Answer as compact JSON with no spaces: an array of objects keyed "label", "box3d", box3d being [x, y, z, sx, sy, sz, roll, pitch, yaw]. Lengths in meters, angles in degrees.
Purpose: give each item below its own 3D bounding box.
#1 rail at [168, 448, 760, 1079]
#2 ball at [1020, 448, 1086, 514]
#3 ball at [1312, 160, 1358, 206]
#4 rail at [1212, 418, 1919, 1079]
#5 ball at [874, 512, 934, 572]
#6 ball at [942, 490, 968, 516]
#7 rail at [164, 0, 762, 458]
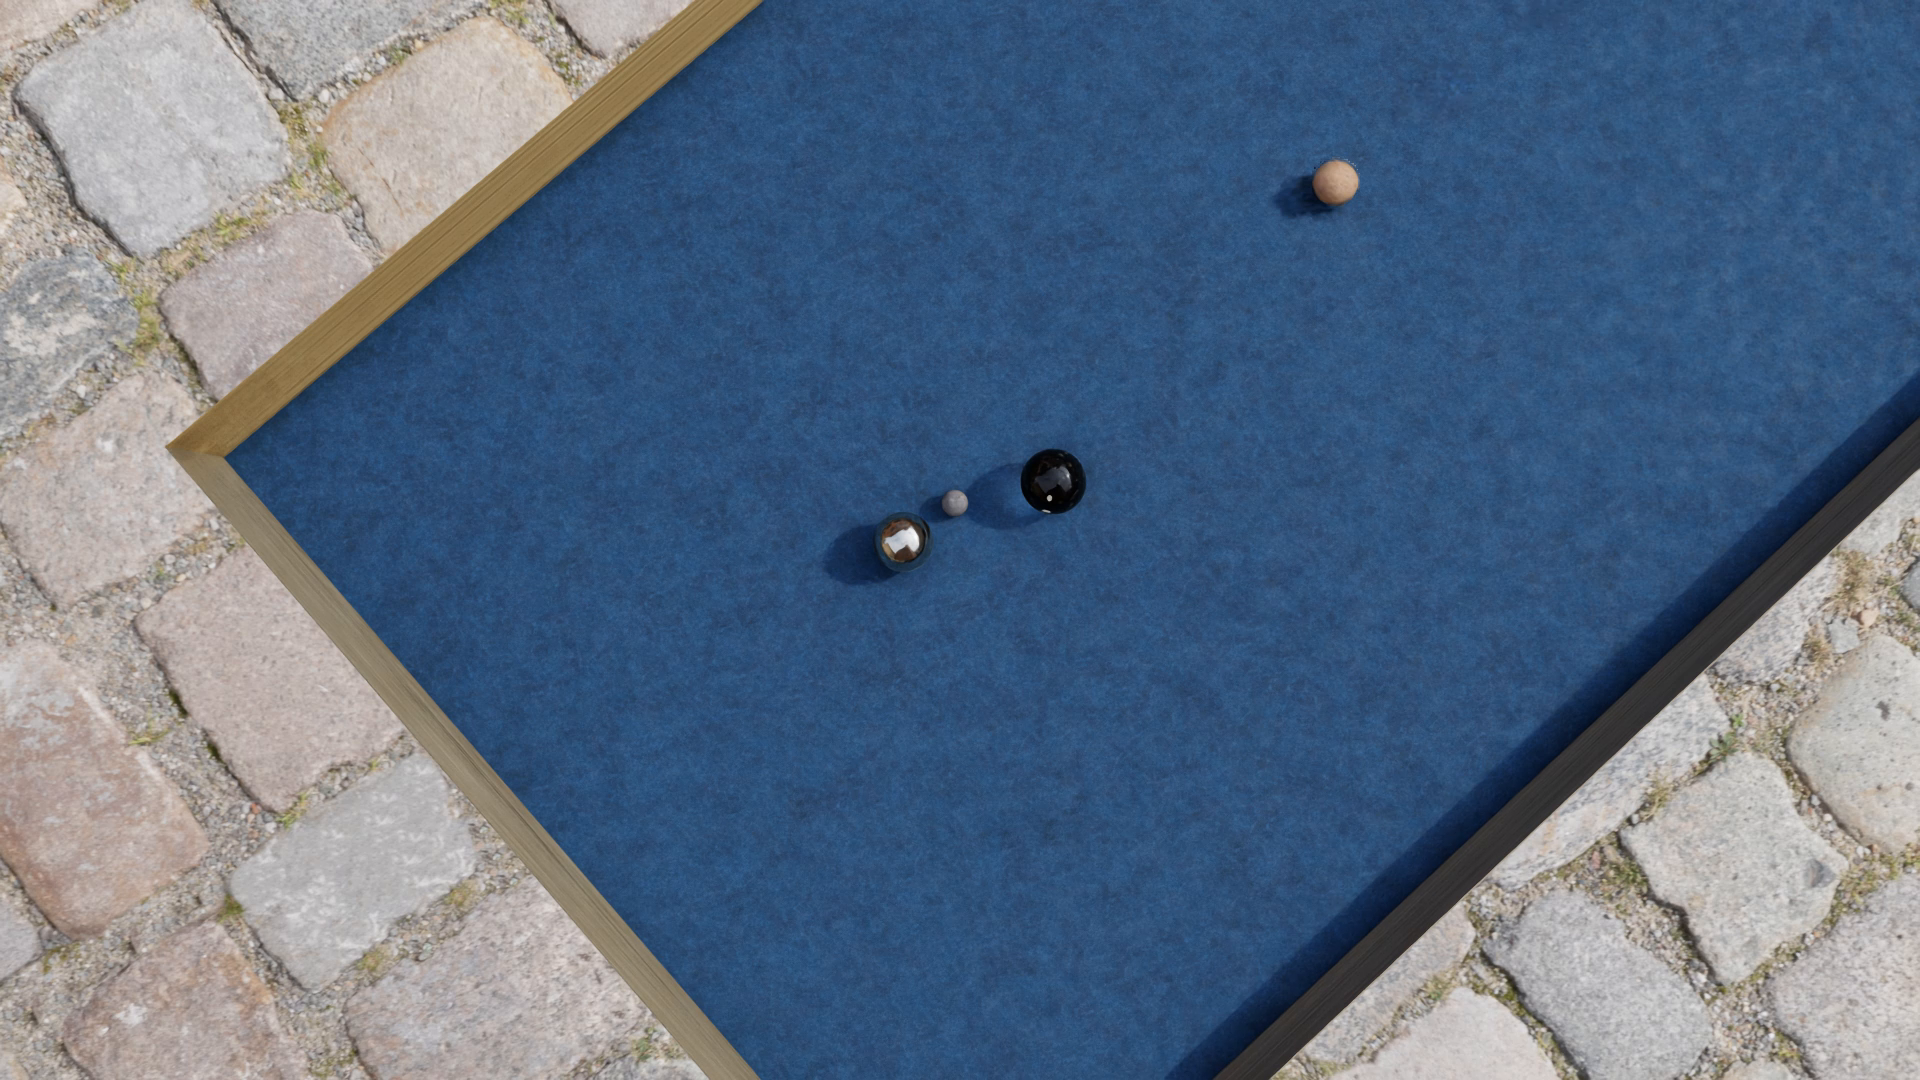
[{"label":"rail","box3d":[-0.560,0.494,3.165,0.045,0.128,1.731,-42,84,-6]},{"label":"ball","box3d":[0.139,-0.087,3.269,0.099,0.099,0.099,0,81,0]},{"label":"ball","box3d":[0.573,-0.544,3.353,0.068,0.068,0.068,0,81,0]},{"label":"rail","box3d":[1.141,0.100,3.225,3.109,0.128,0.045,-42,84,-6]},{"label":"ball","box3d":[-0.084,0.003,3.260,0.090,0.090,0.090,0,81,0]},{"label":"ball","box3d":[-0.008,-0.055,3.294,0.040,0.040,0.040,0,81,0]},{"label":"rail","box3d":[0.015,-1.137,3.411,3.109,0.128,0.045,-42,84,-6]}]
